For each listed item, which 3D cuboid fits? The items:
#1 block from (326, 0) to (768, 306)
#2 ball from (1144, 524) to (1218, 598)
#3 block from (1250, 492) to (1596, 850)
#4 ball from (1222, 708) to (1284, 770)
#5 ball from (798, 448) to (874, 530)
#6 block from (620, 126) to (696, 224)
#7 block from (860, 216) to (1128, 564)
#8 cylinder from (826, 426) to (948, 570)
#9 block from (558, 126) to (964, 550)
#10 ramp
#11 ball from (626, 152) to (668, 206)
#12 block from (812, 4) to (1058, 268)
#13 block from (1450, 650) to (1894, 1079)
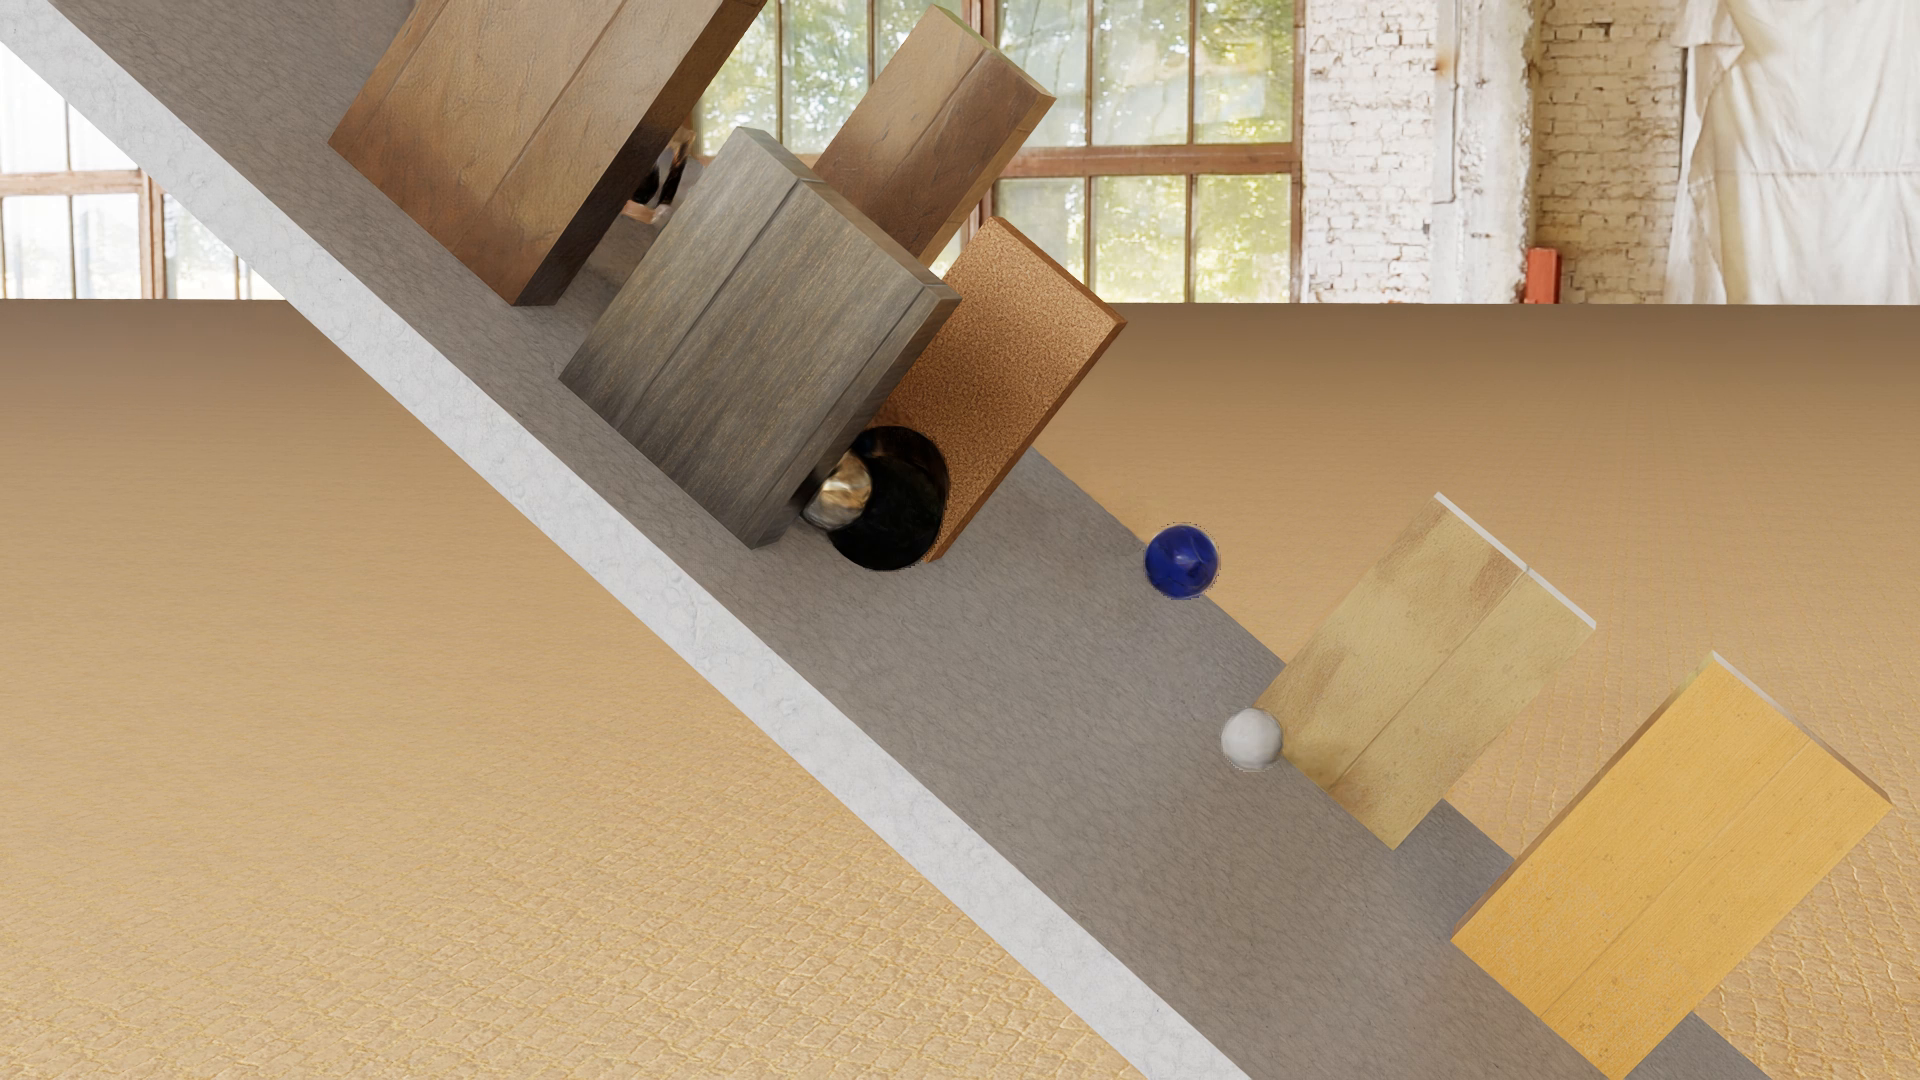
[{"bbox_3d":[-0.641,-0.793,3.538,0.423,0.722,0.148,41,16,9],"label":"block"},{"bbox_3d":[0.473,0.046,4.690,0.157,0.157,0.157,0,7,0],"label":"ball"},{"bbox_3d":[0.881,0.253,4.248,0.386,0.575,0.103,41,16,9],"label":"block"},{"bbox_3d":[0.537,0.366,4.031,0.113,0.113,0.113,0,7,0],"label":"ball"},{"bbox_3d":[-0.204,-0.083,3.482,0.137,0.137,0.137,0,7,0],"label":"ball"},{"bbox_3d":[-0.596,-0.694,4.041,0.152,0.152,0.152,23,22,-2],"label":"block"},{"bbox_3d":[0.008,-0.259,3.824,0.287,0.538,0.086,41,16,9],"label":"block"},{"bbox_3d":[-0.121,-0.072,3.655,0.193,0.193,0.193,0,18,3],"label":"cylinder"},{"bbox_3d":[-0.309,-0.307,3.358,0.409,0.487,0.110,41,16,9],"label":"block"},{"bbox_3d":[-0.014,0.065,4.047,4.000,0.100,2.000,41,16,9],"label":"ramp"},{"bbox_3d":[-0.659,-0.744,4.415,0.143,0.143,0.143,0,7,0],"label":"ball"},{"bbox_3d":[-0.119,-0.816,4.865,0.315,0.651,0.135,41,16,9],"label":"block"},{"bbox_3d":[1.263,0.588,3.942,0.385,0.697,0.105,41,16,9],"label":"block"}]
